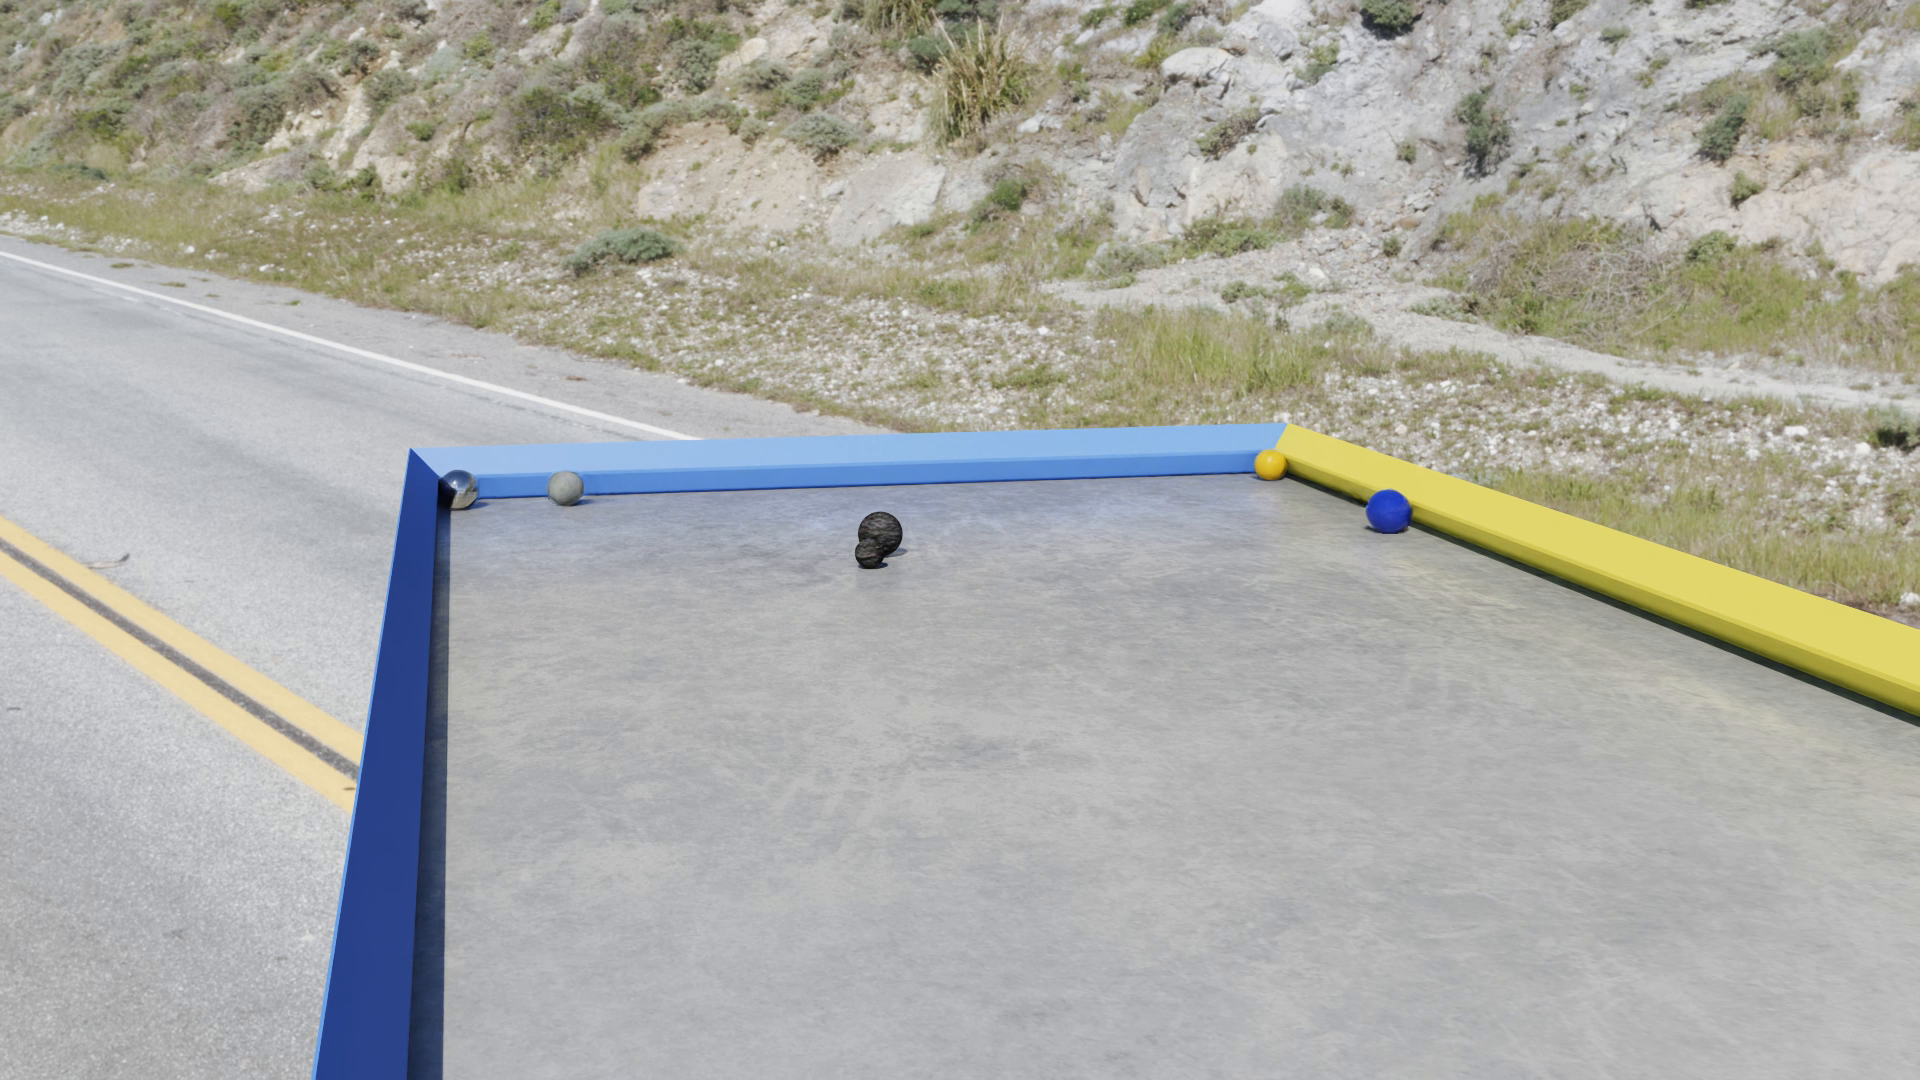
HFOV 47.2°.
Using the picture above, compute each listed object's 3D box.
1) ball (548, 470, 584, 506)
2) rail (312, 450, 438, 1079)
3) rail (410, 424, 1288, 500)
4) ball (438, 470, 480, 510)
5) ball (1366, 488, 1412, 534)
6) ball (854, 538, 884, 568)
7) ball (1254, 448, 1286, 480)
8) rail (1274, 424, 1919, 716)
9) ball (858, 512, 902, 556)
[{"bbox_3d":[-0.649,-0.086,3.618,0.058,0.058,0.058,0,10,0],"label":"ball"},{"bbox_3d":[-0.574,0.136,2.278,0.045,0.088,2.888,-2,10,-13],"label":"rail"},{"bbox_3d":[-0.154,-0.135,3.805,1.550,0.088,0.045,-2,10,-13],"label":"rail"},{"bbox_3d":[-0.816,-0.082,3.576,0.066,0.066,0.066,0,10,0],"label":"ball"},{"bbox_3d":[0.654,-0.045,3.358,0.068,0.068,0.068,0,10,0],"label":"ball"},{"bbox_3d":[-0.126,0.019,3.077,0.042,0.042,0.042,0,10,0],"label":"ball"},{"bbox_3d":[0.548,-0.134,3.893,0.057,0.057,0.057,0,10,0],"label":"ball"},{"bbox_3d":[0.892,0.078,2.604,0.045,0.088,2.888,-2,10,-13],"label":"rail"},{"bbox_3d":[-0.115,-0.009,3.166,0.065,0.065,0.065,0,10,0],"label":"ball"}]
